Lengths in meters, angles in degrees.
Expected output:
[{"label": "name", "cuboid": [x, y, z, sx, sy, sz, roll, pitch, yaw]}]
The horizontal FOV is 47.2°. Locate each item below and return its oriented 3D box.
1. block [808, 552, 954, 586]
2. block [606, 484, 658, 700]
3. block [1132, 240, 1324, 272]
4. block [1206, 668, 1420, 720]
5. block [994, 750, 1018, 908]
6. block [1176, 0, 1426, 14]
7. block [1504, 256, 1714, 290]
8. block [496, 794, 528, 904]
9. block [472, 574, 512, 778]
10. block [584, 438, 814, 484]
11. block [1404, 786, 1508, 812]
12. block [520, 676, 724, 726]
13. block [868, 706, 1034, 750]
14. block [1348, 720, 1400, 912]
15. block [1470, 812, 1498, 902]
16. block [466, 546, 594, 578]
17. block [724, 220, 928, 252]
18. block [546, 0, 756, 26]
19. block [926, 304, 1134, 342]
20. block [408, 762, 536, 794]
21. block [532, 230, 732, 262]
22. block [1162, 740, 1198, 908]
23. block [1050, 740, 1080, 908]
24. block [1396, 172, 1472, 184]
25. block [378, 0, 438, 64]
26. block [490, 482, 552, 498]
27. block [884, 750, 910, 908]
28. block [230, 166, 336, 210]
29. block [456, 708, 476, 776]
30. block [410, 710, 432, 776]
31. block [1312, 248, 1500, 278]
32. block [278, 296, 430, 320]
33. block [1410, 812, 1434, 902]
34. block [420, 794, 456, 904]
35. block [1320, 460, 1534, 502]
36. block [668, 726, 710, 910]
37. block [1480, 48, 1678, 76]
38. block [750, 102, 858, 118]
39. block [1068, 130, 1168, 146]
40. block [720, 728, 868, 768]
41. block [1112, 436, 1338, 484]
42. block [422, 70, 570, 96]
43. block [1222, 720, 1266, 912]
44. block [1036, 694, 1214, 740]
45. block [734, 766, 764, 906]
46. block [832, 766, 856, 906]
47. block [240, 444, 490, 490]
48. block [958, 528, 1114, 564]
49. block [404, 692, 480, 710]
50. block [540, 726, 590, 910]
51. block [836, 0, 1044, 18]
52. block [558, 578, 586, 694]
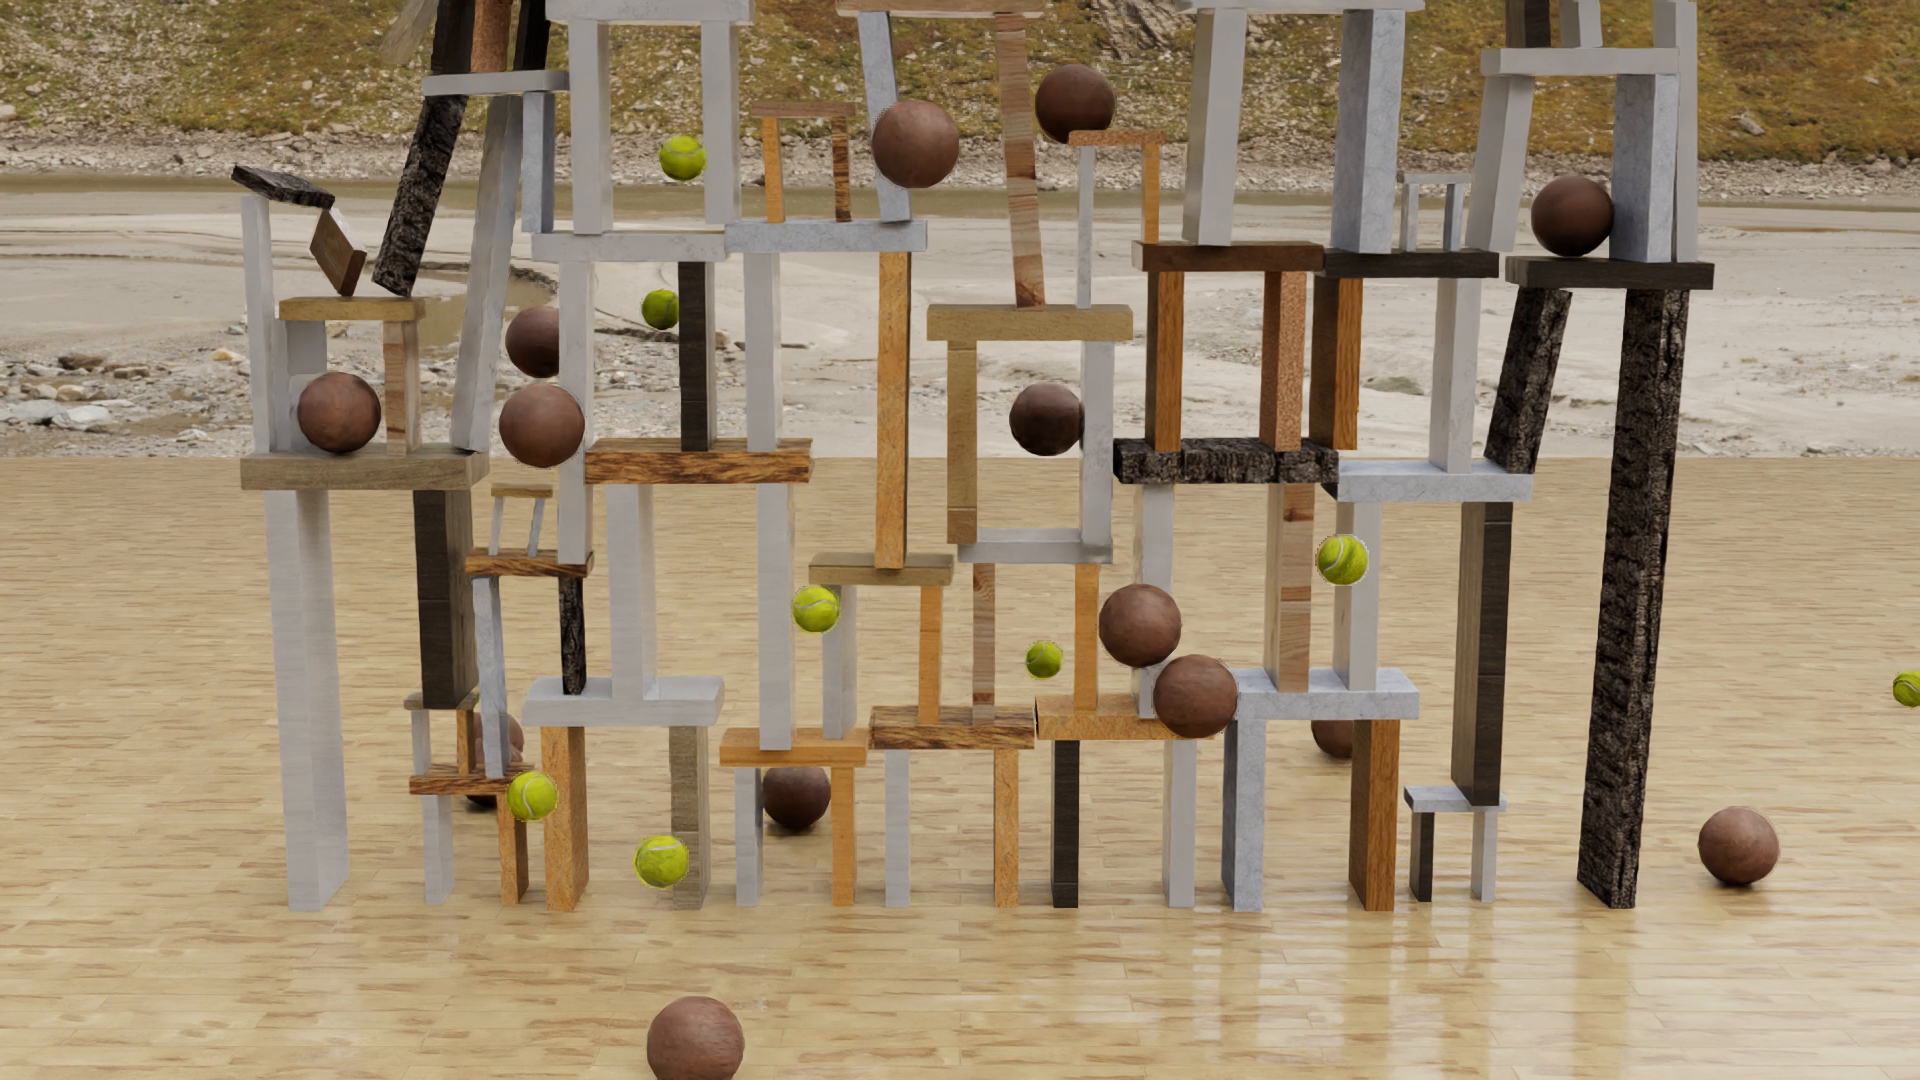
[{"label": "block", "cuboid": [-0.126, 0.047, 3.576, 0.228, 0.032, 0.114, 1, 10, 3]}, {"label": "block", "cuboid": [-0.532, 0.068, 3.577, 0.050, 0.350, 0.175, 0, 10, 0]}, {"label": "block", "cuboid": [0.418, -0.448, 3.463, 0.281, 0.040, 0.140, 0, 11, -2]}, {"label": "block", "cuboid": [0.575, 0.251, 3.604, 0.322, 0.046, 0.161, 0, 11, -1]}, {"label": "block", "cuboid": [0.076, 0.458, 3.643, 0.038, 0.268, 0.134, 0, 11, 0]}, {"label": "block", "cuboid": [0.522, -0.842, 3.396, 0.354, 0.050, 0.177, 0, 11, -3]}, {"label": "block", "cuboid": [1.026, -0.424, 3.486, 0.289, 0.041, 0.144, 1, 10, 0]}, {"label": "block", "cuboid": [-0.741, 0.499, 3.648, 0.027, 0.187, 0.094, 0, 11, 0]}, {"label": "block", "cuboid": [-0.765, 0.215, 3.594, 0.027, 0.333, 0.096, -2, 13, -3]}, {"label": "block", "cuboid": [-0.415, -0.129, 3.544, 0.350, 0.050, 0.175, 0, 10, -1]}, {"label": "block", "cuboid": [0.819, 0.428, 3.637, 0.154, 0.022, 0.077, 0, 11, 0]}, {"label": "block", "cuboid": [-0.549, 0.264, 3.605, 0.310, 0.044, 0.155, 0, 11, 0]}, {"label": "block", "cuboid": [-0.014, 0.308, 3.616, 0.268, 0.038, 0.134, 0, 10, 0]}, {"label": "block", "cuboid": [0.684, 0.432, 3.636, 0.046, 0.322, 0.161, 0, 11, 0]}, {"label": "block", "cuboid": [0.871, 0.515, 3.652, 0.022, 0.154, 0.077, 0, 11, 0]}, {"label": "block", "cuboid": [-0.695, 0.036, 3.563, 0.193, 0.027, 0.096, 2, 10, -3]}, {"label": "block", "cuboid": [-0.208, -0.481, 3.480, 0.310, 0.044, 0.155, 0, 10, 1]}, {"label": "block", "cuboid": [-0.476, -0.825, 3.410, 0.307, 0.043, 0.153, 0, 10, -1]}, {"label": "block", "cuboid": [0.110, -0.346, 3.496, 0.321, 0.046, 0.161, 0, 10, 1]}, {"label": "block", "cuboid": [-0.804, 0.393, 3.629, 0.187, 0.027, 0.094, 0, 10, 0]}, {"label": "block", "cuboid": [-0.515, -0.465, 3.476, 0.297, 0.042, 0.148, 0, 10, -1]}, {"label": "block", "cuboid": [0.363, 0.450, 3.645, 0.040, 0.284, 0.142, 0, 11, 0]}, {"label": "block", "cuboid": [0.173, 0.450, 3.645, 0.040, 0.284, 0.142, 0, 11, 0]}, {"label": "block", "cuboid": [0.743, -0.567, 3.446, 0.105, 0.015, 0.053, -1, 11, -1]}, {"label": "block", "cuboid": [-0.852, -0.828, 3.460, 0.024, 0.167, 0.083, 34, 9, -2]}, {"label": "block", "cuboid": [-0.704, -0.080, 3.533, 0.096, 0.014, 0.048, 1, 11, -10]}, {"label": "block", "cuboid": [-0.103, 0.458, 3.644, 0.038, 0.268, 0.134, 0, 11, 0]}, {"label": "block", "cuboid": [-1.085, -0.565, 3.529, 0.082, 0.023, 0.164, 28, 11, 15]}, {"label": "block", "cuboid": [-0.812, 0.326, 3.617, 0.016, 0.111, 0.055, 0, 10, 1]}, {"label": "block", "cuboid": [-0.886, 0.326, 3.617, 0.016, 0.111, 0.055, 0, 10, 0]}, {"label": "block", "cuboid": [0.700, -0.438, 3.476, 0.270, 0.038, 0.135, 0, 11, -1]}, {"label": "block", "cuboid": [-0.961, -0.368, 3.499, 0.212, 0.030, 0.106, 0, 10, 0]}, {"label": "block", "cuboid": [0.767, 0.514, 3.654, 0.022, 0.154, 0.077, 0, 11, 0]}, {"label": "block", "cuboid": [-0.866, 0.499, 3.648, 0.027, 0.187, 0.094, 0, 10, 0]}, {"label": "block", "cuboid": [0.748, -0.096, 3.541, 0.308, 0.044, 0.154, 0, 11, -1]}, {"label": "block", "cuboid": [-0.446, 0.438, 3.637, 0.044, 0.310, 0.155, 0, 11, 0]}, {"label": "block", "cuboid": [0.961, -0.744, 3.426, 0.271, 0.038, 0.135, 0, 11, 0]}, {"label": "block", "cuboid": [-0.243, -0.673, 3.440, 0.162, 0.023, 0.081, 0, 10, -1]}, {"label": "block", "cuboid": [0.248, -0.630, 3.442, 0.151, 0.021, 0.076, 1, 11, 8]}, {"label": "block", "cuboid": [-0.271, 0.341, 3.623, 0.237, 0.034, 0.118, 0, 10, 1]}, {"label": "block", "cuboid": [0.419, -0.128, 3.524, 0.340, 0.048, 0.170, -1, 11, -3]}, {"label": "block", "cuboid": [-0.718, -0.713, 3.434, 0.214, 0.030, 0.107, 1, 10, 19]}, {"label": "block", "cuboid": [0.468, 0.432, 3.636, 0.046, 0.322, 0.161, 0, 11, -1]}, {"label": "block", "cuboid": [0.268, 0.290, 3.616, 0.284, 0.040, 0.142, 0, 11, 0]}, {"label": "block", "cuboid": [-0.349, 0.474, 3.646, 0.034, 0.237, 0.118, 0, 10, 0]}, {"label": "block", "cuboid": [-0.192, 0.474, 3.646, 0.034, 0.237, 0.118, 0, 10, 0]}, {"label": "block", "cuboid": [-0.954, -0.119, 3.544, 0.355, 0.050, 0.177, 0, 10, 0]}, {"label": "block", "cuboid": [0.121, 0.009, 3.564, 0.247, 0.035, 0.124, 0, 10, 1]}, {"label": "block", "cuboid": [-0.850, 0.264, 3.606, 0.111, 0.016, 0.055, 0, 10, 1]}, {"label": "block", "cuboid": [-0.653, 0.438, 3.637, 0.044, 0.311, 0.155, 0, 11, 0]}, {"label": "block", "cuboid": [-0.032, -0.838, 3.411, 0.316, 0.045, 0.158, 0, 10, -1]}, {"label": "block", "cuboid": [-0.631, 0.147, 3.585, 0.027, 0.193, 0.096, -1, 10, -3]}]
